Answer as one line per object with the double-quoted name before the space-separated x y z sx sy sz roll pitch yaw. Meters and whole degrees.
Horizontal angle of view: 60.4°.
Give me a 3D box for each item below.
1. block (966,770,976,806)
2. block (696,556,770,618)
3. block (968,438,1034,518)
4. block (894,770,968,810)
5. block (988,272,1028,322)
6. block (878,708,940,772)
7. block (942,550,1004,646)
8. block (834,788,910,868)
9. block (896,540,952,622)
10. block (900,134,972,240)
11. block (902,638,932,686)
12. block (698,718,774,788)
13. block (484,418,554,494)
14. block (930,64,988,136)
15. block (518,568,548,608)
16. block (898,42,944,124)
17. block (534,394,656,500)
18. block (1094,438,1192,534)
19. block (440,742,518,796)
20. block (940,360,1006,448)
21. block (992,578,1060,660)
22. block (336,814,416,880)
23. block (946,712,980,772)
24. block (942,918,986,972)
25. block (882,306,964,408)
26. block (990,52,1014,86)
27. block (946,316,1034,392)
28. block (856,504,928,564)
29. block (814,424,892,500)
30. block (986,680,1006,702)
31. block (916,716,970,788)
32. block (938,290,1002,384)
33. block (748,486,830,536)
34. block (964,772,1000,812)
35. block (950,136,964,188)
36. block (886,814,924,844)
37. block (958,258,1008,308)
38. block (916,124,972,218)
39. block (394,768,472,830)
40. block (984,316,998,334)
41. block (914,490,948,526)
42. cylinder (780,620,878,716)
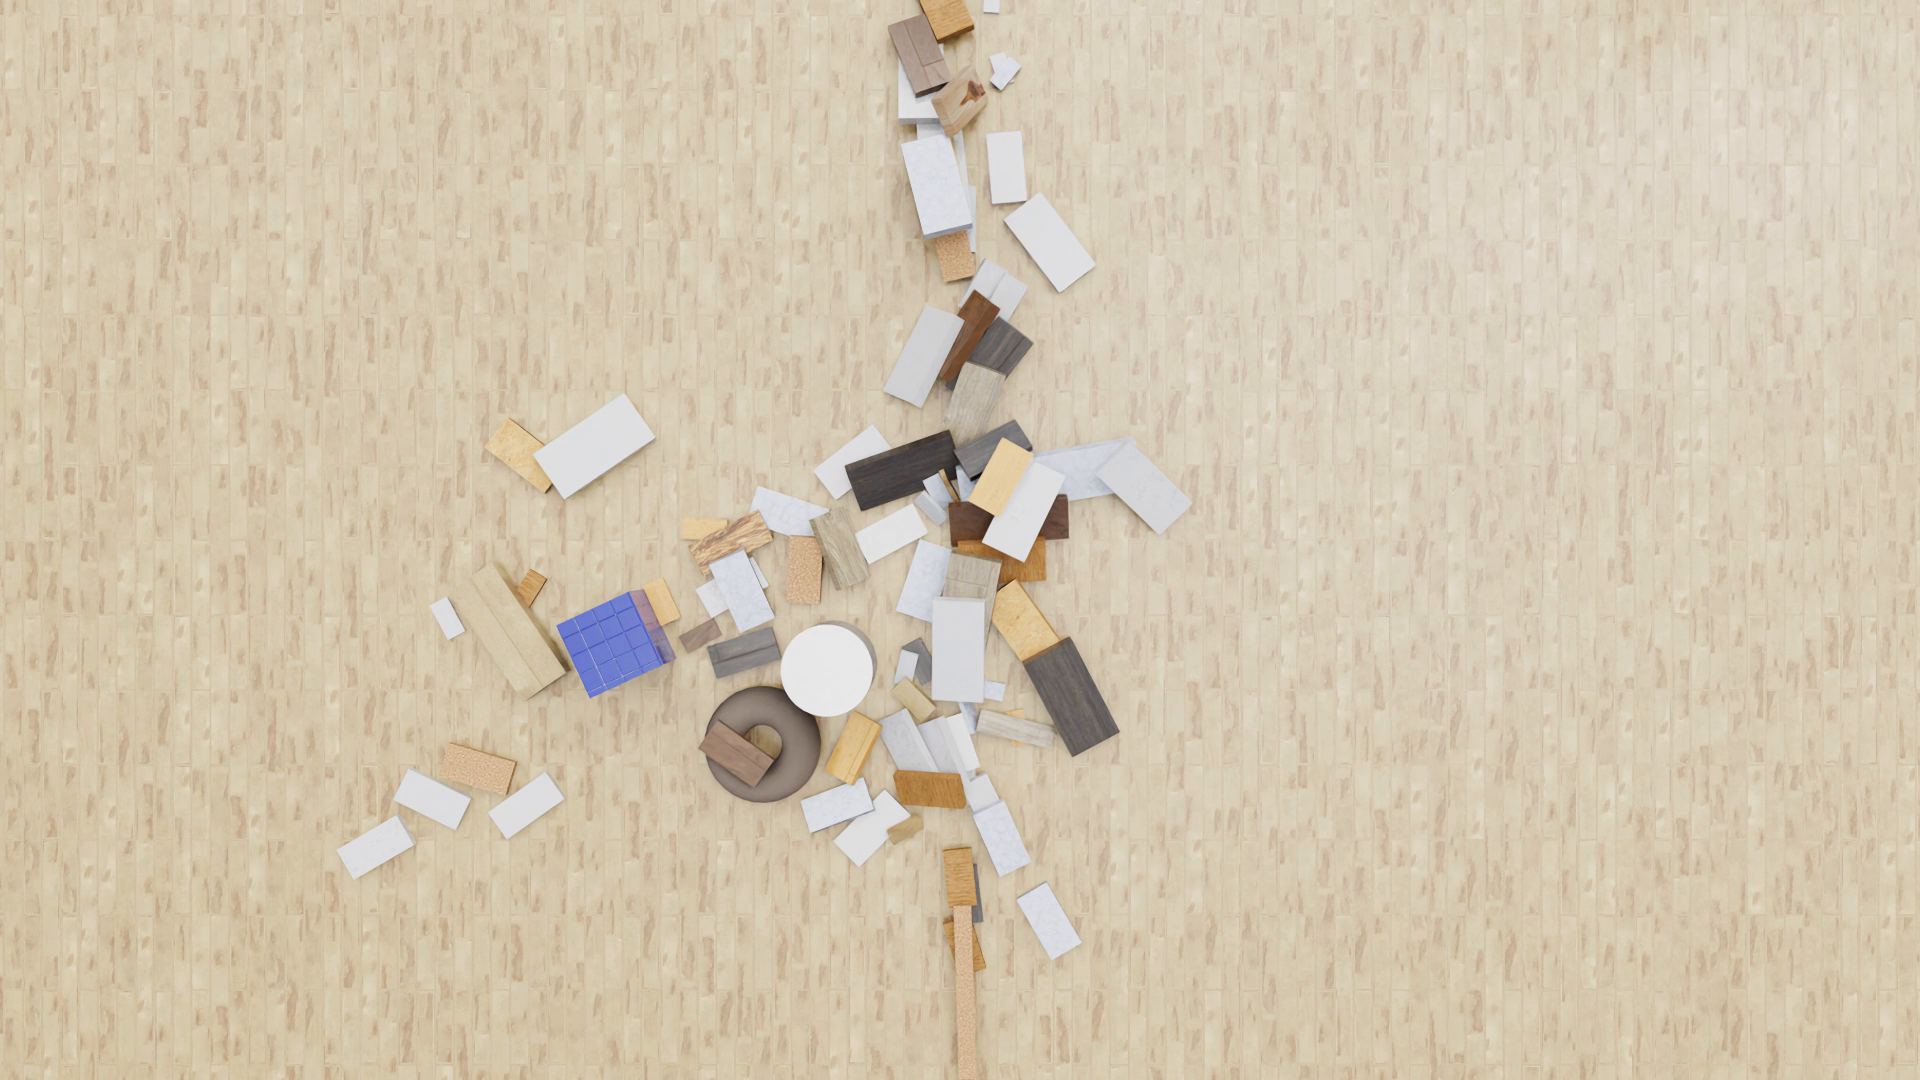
"block" 0.004 0.787 5.487 0.094 0.027 0.187 -2 90 0
"block" -0.756 0.158 5.485 0.219 0.031 0.109 -30 90 0
"block" 0.131 -0.202 5.332 0.116 0.033 0.232 29 91 -3
"block" -0.099 0.819 5.414 0.231 0.033 0.116 0 116 25
"block" 0.141 -0.786 5.458 0.090 0.025 0.179 28 101 -18
"block" -0.174 0.687 5.452 0.121 0.034 0.242 -27 90 34
"block" 0.026 0.216 5.425 0.170 0.048 0.340 12 105 6
"block" -0.292 0.956 5.483 0.121 0.034 0.242 45 90 0
"block" -0.113 0.135 5.482 0.125 0.035 0.250 19 90 0
"block" -0.076 -1.142 5.323 0.160 0.045 0.320 -14 79 -1
"block" -0.129 0.404 5.490 0.072 0.021 0.145 -28 90 0
"block" -0.727 0.694 5.359 0.224 0.032 0.112 36 92 -1
"block" -1.439 -0.281 5.482 0.250 0.035 0.125 38 90 0
"block" 0.001 -1.431 5.370 0.037 0.262 0.131 -6 123 35
"block" -1.437 0.168 5.491 0.065 0.018 0.130 32 90 0
"block" -0.128 -1.517 5.444 0.148 0.042 0.295 0 76 0
"block" -1.206 -0.308 5.453 0.359 0.051 0.180 -35 90 -7
"block" 0.604 -0.174 5.424 0.305 0.043 0.153 42 102 -16
"block" -1.601 0.761 5.484 0.230 0.033 0.115 16 90 0
"block" 0.036 -0.434 5.438 0.145 0.041 0.290 20 107 0
"block" 0.210 0.283 5.458 0.144 0.041 0.287 -35 93 12
"block" -1.939 1.020 5.484 0.229 0.033 0.115 -30 90 0
"block" -0.007 0.675 5.461 0.094 0.027 0.187 -19 87 -1
"block" 0.015 1.344 5.471 0.094 0.027 0.189 -16 99 2
"block" -0.120 -0.605 5.427 0.045 0.160 0.320 27 90 -44
"block" 0.139 -1.566 5.493 0.052 0.015 0.104 -18 90 0
"block" 0.097 -0.581 5.442 0.145 0.041 0.290 37 103 -5
"block" -0.230 -0.021 5.484 0.223 0.032 0.112 -28 90 0
"block" -0.350 -0.258 5.482 0.250 0.035 0.125 -38 90 0
"block" 0.089 0.497 5.492 0.117 0.017 0.059 11 90 0
"block" -0.060 0.712 5.437 0.121 0.034 0.242 -26 83 40
"block" 0.009 -0.669 5.405 0.041 0.145 0.290 28 102 -34
"block" -0.571 -0.081 5.482 0.250 0.035 0.125 18 90 0
"block" 0.084 0.873 5.465 0.094 0.027 0.187 -27 101 -6
"block" -0.068 -1.166 5.372 0.148 0.042 0.295 -10 79 0
"block" -0.181 0.959 5.469 0.116 0.016 0.058 -28 120 -10
"block" 0.076 -0.832 5.456 0.090 0.025 0.179 27 102 -19
"block" -0.054 -1.226 5.426 0.148 0.042 0.422 -6 79 1
"block" -1.751 0.860 5.484 0.230 0.033 0.115 26 90 0
"block" 0.077 -0.653 5.462 0.179 0.025 0.090 -37 104 9
"block" -0.095 -0.104 5.473 0.118 0.059 0.017 46 48 0
"cylinder" -0.421 0.413 5.355 0.291 0.291 0.291 0 90 0
